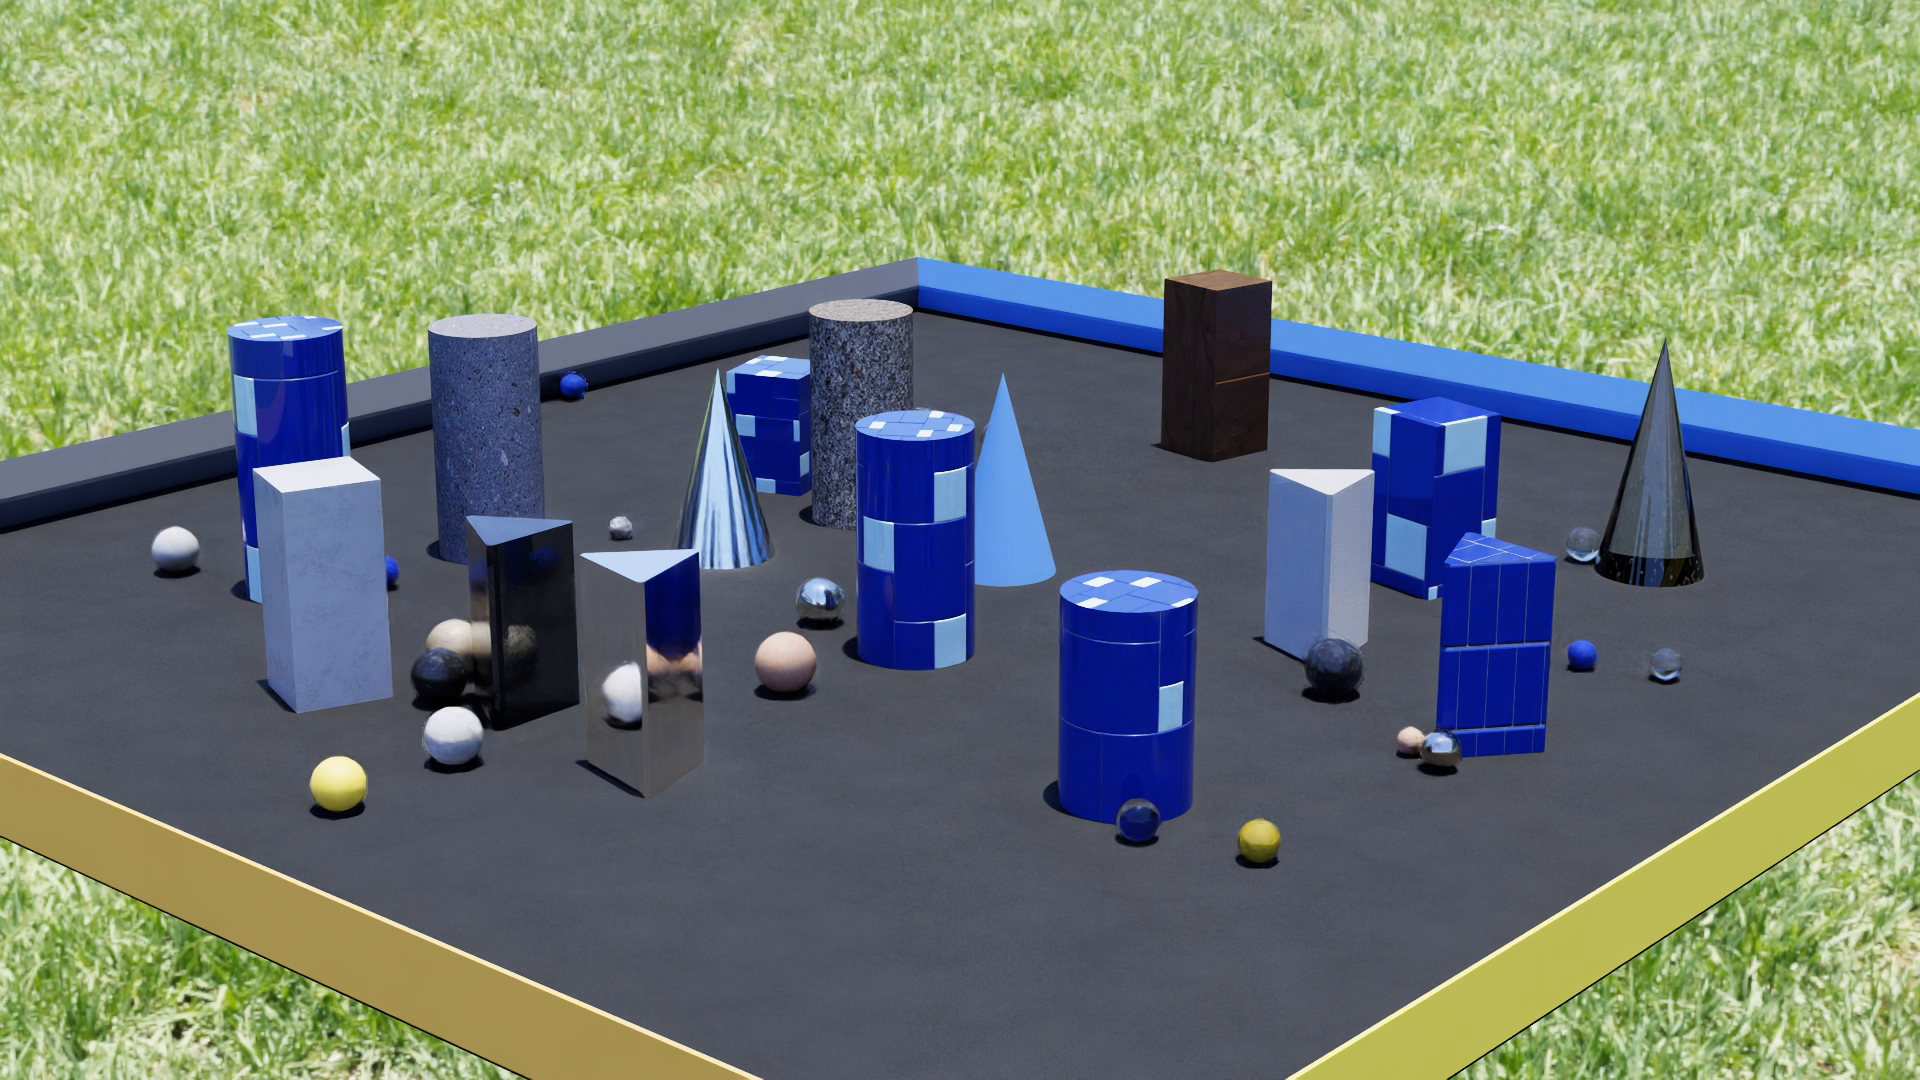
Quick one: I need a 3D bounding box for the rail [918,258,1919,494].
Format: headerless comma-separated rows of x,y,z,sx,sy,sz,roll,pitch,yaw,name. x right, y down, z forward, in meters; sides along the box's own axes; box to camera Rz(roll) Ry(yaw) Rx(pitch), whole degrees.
1.107,-0.337,6.341,3.258,0.126,0.045,14,22,39,rail

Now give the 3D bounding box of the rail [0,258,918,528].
-1.212,-0.272,6.128,0.045,0.126,3.425,14,22,39,rail

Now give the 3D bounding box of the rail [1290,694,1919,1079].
1.212,0.336,4.113,0.045,0.126,3.425,14,22,39,rail

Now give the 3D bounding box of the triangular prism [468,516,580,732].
-0.707,0.118,4.542,0.146,0.296,0.168,14,22,38,triangular prism

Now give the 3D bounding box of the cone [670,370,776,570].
-0.435,-0.142,5.315,0.194,0.349,0.194,0,17,0,cone

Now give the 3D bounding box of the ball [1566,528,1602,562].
1.131,0.008,5.316,0.061,0.061,0.061,0,17,0,ball

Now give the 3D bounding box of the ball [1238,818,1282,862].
0.407,0.409,3.988,0.059,0.059,0.059,0,17,0,ball

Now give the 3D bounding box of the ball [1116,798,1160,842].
0.247,0.387,4.060,0.061,0.061,0.061,0,17,0,ball

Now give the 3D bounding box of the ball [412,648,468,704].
-0.815,0.212,4.592,0.088,0.088,0.088,0,17,0,ball

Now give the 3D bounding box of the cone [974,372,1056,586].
0.076,-0.121,5.216,0.194,0.364,0.194,0,17,0,cone

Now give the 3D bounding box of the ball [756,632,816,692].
-0.275,0.193,4.638,0.097,0.097,0.097,0,17,0,ball

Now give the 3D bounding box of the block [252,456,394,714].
-1.000,0.068,4.603,0.155,0.357,0.155,-9,19,-28,block

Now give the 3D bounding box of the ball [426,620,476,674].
-0.811,0.174,4.708,0.094,0.094,0.094,0,17,0,ball

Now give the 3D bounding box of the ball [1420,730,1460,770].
0.707,0.310,4.317,0.059,0.059,0.059,0,17,0,ball

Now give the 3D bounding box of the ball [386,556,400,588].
-1.015,0.056,5.160,0.058,0.058,0.058,0,17,0,ball

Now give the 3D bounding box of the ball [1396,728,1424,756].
0.673,0.301,4.377,0.042,0.042,0.042,0,17,0,ball

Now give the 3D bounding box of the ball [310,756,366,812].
-0.882,0.346,4.163,0.079,0.079,0.079,0,17,0,ball

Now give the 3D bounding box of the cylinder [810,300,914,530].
-0.185,-0.237,5.538,0.194,0.402,0.194,0,17,0,cylinder

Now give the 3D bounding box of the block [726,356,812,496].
-0.354,-0.227,5.792,0.155,0.235,0.155,7,18,21,block

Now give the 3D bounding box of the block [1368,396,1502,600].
0.833,-0.075,5.157,0.155,0.311,0.155,-12,20,-34,block

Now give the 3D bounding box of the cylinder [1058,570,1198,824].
0.237,0.222,4.166,0.194,0.314,0.194,0,17,0,cylinder

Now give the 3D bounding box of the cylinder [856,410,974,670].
-0.072,-0.001,4.783,0.194,0.385,0.194,0,17,0,cylinder

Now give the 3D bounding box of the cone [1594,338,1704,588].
1.237,-0.151,5.201,0.194,0.432,0.194,0,17,0,cone

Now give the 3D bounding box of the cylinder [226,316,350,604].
-1.155,-0.137,5.087,0.194,0.470,0.194,0,17,0,cylinder

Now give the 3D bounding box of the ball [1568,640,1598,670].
1.008,0.186,4.749,0.048,0.048,0.048,0,17,0,ball

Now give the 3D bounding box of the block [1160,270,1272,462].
0.526,-0.360,6.023,0.155,0.356,0.155,-13,21,-37,block

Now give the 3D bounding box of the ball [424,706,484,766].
-0.749,0.289,4.335,0.088,0.088,0.088,0,17,0,ball

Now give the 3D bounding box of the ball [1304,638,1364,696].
0.589,0.200,4.624,0.092,0.092,0.092,0,17,0,ball

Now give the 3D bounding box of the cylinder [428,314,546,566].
-0.857,-0.183,5.322,0.194,0.422,0.194,0,17,0,cylinder

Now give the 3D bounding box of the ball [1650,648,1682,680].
1.131,0.199,4.699,0.051,0.051,0.051,0,17,0,ball

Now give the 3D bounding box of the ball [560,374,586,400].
-0.856,-0.339,6.474,0.057,0.057,0.057,0,17,0,ball

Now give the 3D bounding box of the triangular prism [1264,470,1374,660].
0.571,0.037,4.816,0.146,0.294,0.168,10,19,30,triangular prism

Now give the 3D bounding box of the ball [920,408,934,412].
-0.073,-0.222,6.016,0.096,0.096,0.096,0,17,0,ball

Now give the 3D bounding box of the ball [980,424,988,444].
0.077,-0.208,6.016,0.071,0.071,0.071,0,17,0,ball

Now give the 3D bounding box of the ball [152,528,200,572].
-1.403,0.018,5.246,0.082,0.082,0.082,0,17,0,ball

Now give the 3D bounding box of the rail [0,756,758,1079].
-1.107,0.400,3.899,3.258,0.126,0.045,14,22,39,rail

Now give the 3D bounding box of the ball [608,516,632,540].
-0.631,-0.023,5.448,0.043,0.043,0.043,0,17,0,ball

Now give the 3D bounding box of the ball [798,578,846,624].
-0.235,0.103,4.965,0.081,0.081,0.081,0,17,0,ball

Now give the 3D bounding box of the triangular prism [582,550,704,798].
-0.440,0.183,4.273,0.146,0.326,0.168,-12,21,-35,triangular prism

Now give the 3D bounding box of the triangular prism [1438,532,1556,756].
0.782,0.155,4.408,0.168,0.304,0.146,-3,17,-9,triangular prism
